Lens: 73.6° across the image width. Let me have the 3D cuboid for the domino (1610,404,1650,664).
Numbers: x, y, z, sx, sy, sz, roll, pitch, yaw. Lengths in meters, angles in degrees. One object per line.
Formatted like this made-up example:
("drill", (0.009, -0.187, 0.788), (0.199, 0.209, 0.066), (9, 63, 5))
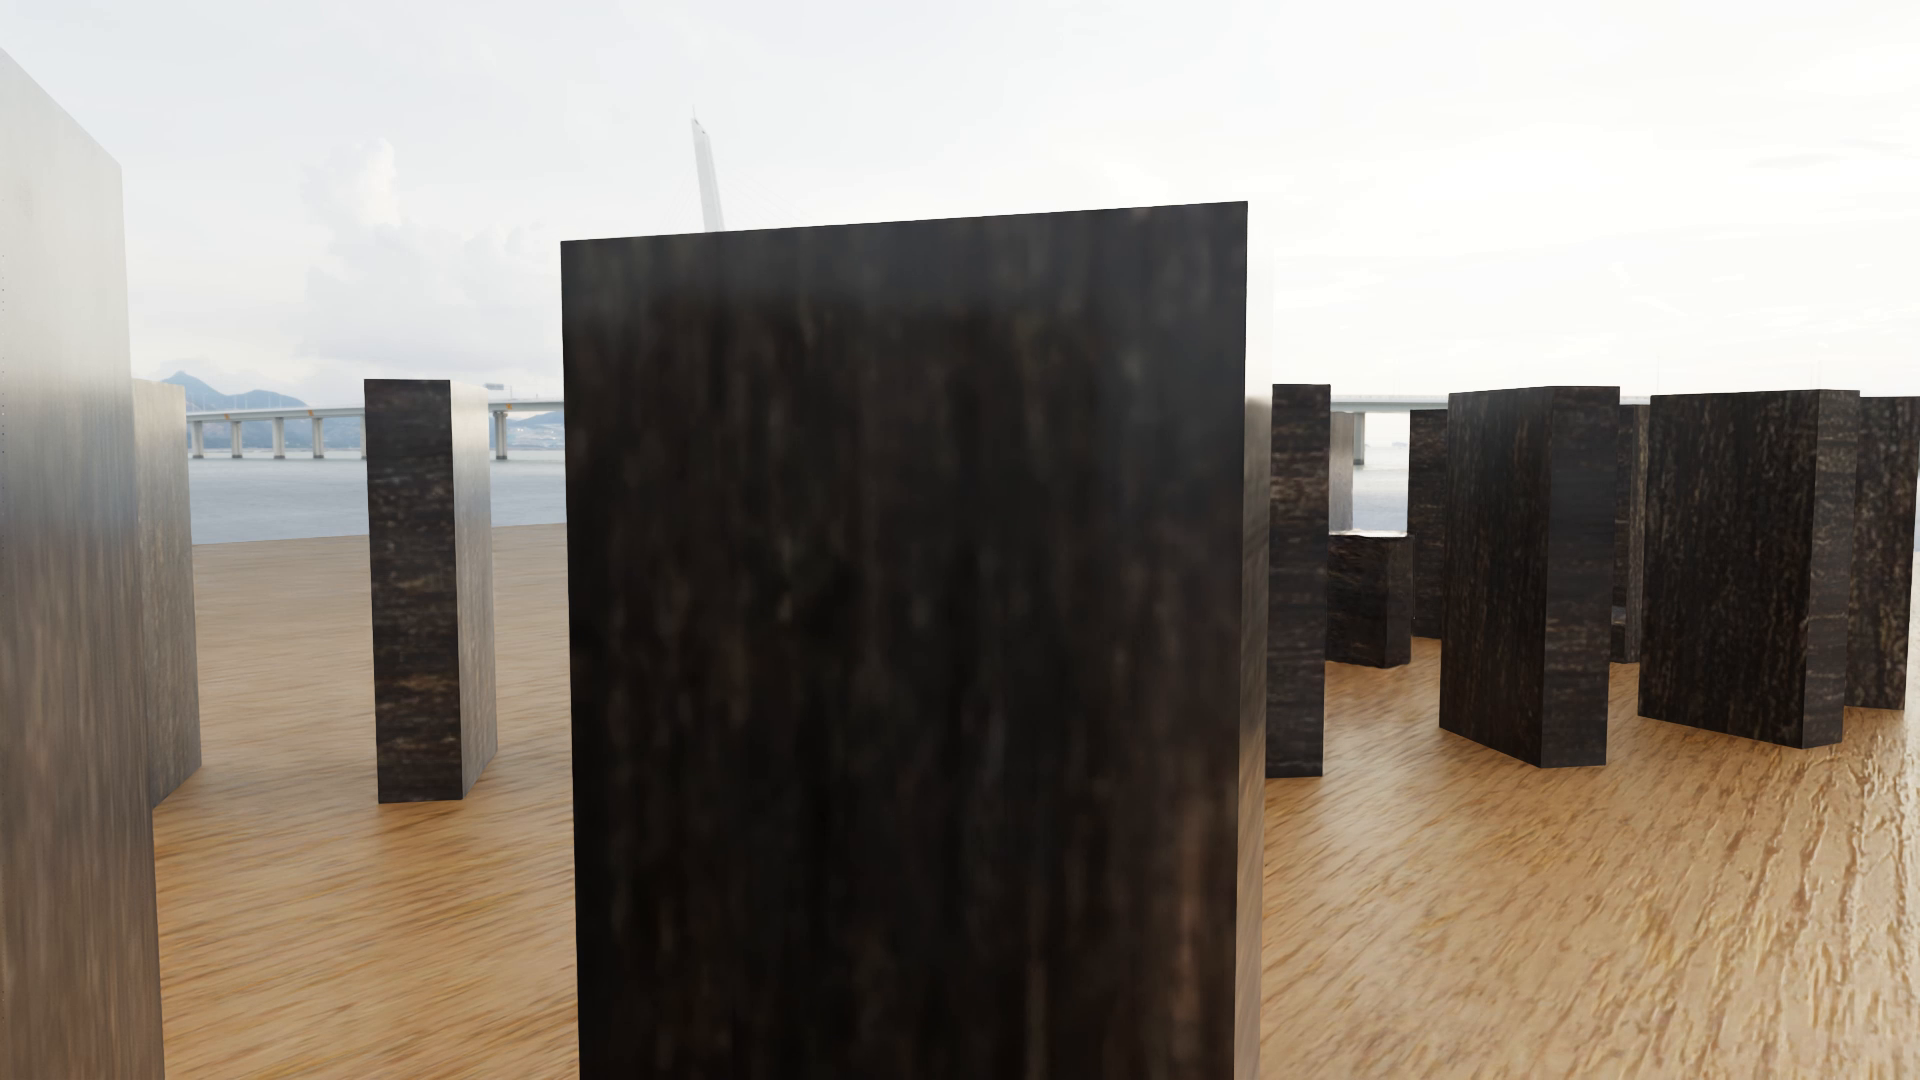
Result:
("domino", (0.137, -0.002, 0.256), (0.025, 0.050, 0.010), (-2, 5, -28))

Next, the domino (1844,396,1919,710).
("domino", (0.142, 0.002, 0.213), (0.025, 0.050, 0.009), (2, 5, 28))

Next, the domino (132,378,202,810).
("domino", (-0.101, 0.006, 0.155), (0.010, 0.050, 0.025), (-1, 4, -17))

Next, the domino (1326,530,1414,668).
("domino", (0.067, 0.010, 0.264), (0.009, 0.025, 0.050), (-4, 6, -42))

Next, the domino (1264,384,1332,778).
("domino", (0.040, 0.004, 0.174), (0.010, 0.050, 0.025), (-1, 4, -8))

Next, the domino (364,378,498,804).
("domino", (-0.067, 0.005, 0.163), (0.009, 0.050, 0.025), (-1, 4, -11))

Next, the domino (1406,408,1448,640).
("domino", (0.111, -0.004, 0.289), (0.010, 0.050, 0.025), (4, 6, 42))

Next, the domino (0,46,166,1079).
("domino", (-0.022, 0.016, 0.023), (0.009, 0.050, 0.025), (-2, 5, -23))

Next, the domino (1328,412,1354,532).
("domino", (0.086, -0.006, 0.308), (0.010, 0.050, 0.025), (3, 5, 31))

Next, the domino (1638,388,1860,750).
("domino", (0.116, 0.003, 0.190), (0.010, 0.050, 0.025), (-2, 5, -26))

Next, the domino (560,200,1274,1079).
("domino", (-0.001, 0.014, 0.050), (0.025, 0.050, 0.010), (1, 5, 18))

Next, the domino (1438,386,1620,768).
("domino", (0.079, 0.004, 0.180), (0.010, 0.050, 0.025), (-1, 4, -10))
